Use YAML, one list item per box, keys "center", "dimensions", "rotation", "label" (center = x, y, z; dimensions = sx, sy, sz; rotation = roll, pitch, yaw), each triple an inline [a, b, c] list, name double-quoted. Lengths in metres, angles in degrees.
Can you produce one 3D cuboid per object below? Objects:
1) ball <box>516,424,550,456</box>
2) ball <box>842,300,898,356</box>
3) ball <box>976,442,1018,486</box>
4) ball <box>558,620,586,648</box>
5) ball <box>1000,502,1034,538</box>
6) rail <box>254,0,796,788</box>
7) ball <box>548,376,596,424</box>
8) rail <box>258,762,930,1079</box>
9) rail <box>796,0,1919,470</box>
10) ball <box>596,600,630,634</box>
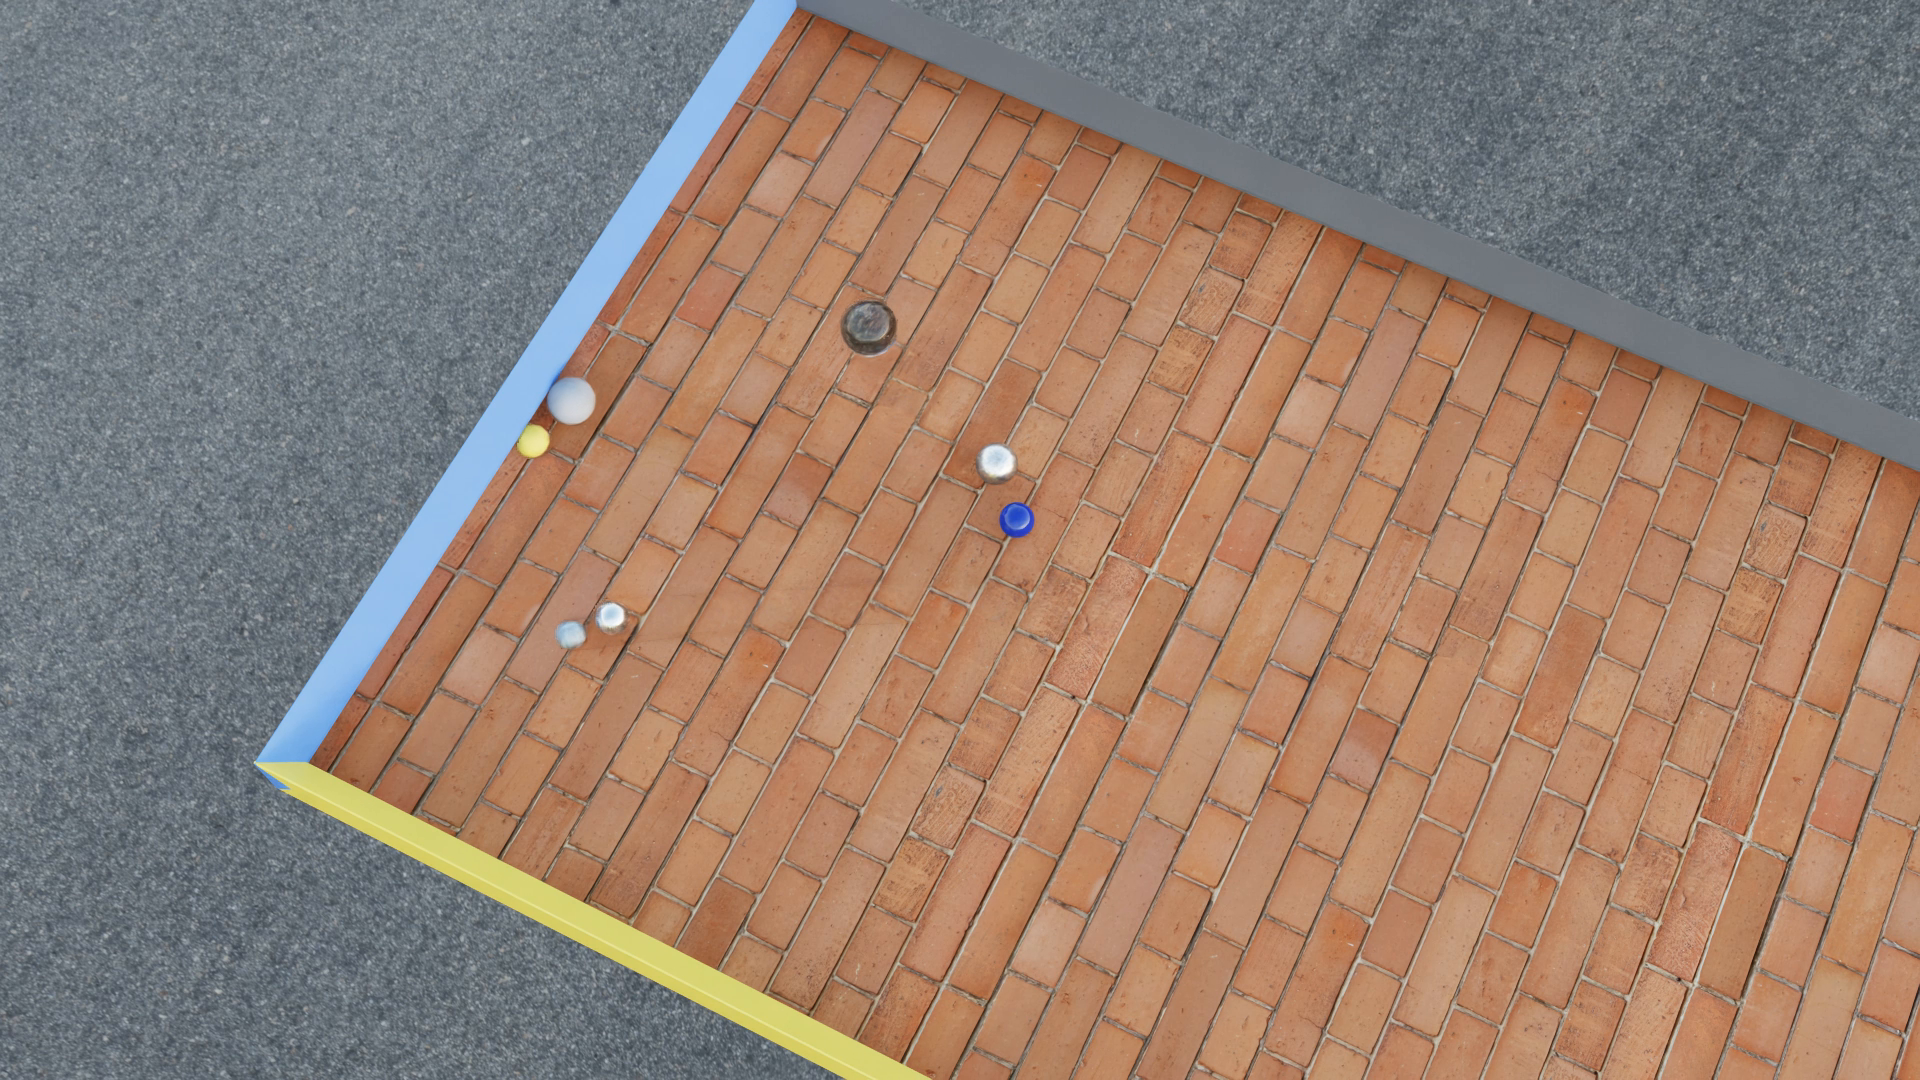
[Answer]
- center: [-0.702, -0.164, 3.614]
  dimensions: [0.054, 0.054, 0.054]
  rotation: [0, 66, 0]
  label: "ball"
- center: [-0.151, -0.354, 3.675]
  dimensions: [0.095, 0.095, 0.095]
  rotation: [0, 66, 0]
  label: "ball"
- center: [0.060, -0.125, 3.588]
  dimensions: [0.070, 0.070, 0.070]
  rotation: [0, 66, 0]
  label: "ball"
- center: [-0.613, 0.150, 3.481]
  dimensions: [0.045, 0.045, 0.045]
  rotation: [0, 66, 0]
  label: "ball"
- center: [0.092, -0.032, 3.554]
  dimensions: [0.058, 0.058, 0.058]
  rotation: [0, 66, 0]
  label: "ball"
- center: [-0.663, -0.315, 3.641]
  dimensions: [0.045, 0.123, 1.670]
  rotation: [25, 69, 10]
  label: "rail"
- center: [-0.641, -0.231, 3.629]
  dimensions: [0.079, 0.079, 0.079]
  rotation: [0, 66, 0]
  label: "ball"
- center: [0.322, 0.964, 3.078]
  dimensions: [3.059, 0.123, 0.045]
  rotation: [25, 69, 10]
  label: "rail"
- center: [1.047, -0.365, 3.663]
  dimensions: [3.059, 0.123, 0.045]
  rotation: [25, 69, 10]
  label: "rail"
- center: [-0.551, 0.123, 3.487]
  dimensions: [0.054, 0.054, 0.054]
  rotation: [0, 66, 0]
  label: "ball"
